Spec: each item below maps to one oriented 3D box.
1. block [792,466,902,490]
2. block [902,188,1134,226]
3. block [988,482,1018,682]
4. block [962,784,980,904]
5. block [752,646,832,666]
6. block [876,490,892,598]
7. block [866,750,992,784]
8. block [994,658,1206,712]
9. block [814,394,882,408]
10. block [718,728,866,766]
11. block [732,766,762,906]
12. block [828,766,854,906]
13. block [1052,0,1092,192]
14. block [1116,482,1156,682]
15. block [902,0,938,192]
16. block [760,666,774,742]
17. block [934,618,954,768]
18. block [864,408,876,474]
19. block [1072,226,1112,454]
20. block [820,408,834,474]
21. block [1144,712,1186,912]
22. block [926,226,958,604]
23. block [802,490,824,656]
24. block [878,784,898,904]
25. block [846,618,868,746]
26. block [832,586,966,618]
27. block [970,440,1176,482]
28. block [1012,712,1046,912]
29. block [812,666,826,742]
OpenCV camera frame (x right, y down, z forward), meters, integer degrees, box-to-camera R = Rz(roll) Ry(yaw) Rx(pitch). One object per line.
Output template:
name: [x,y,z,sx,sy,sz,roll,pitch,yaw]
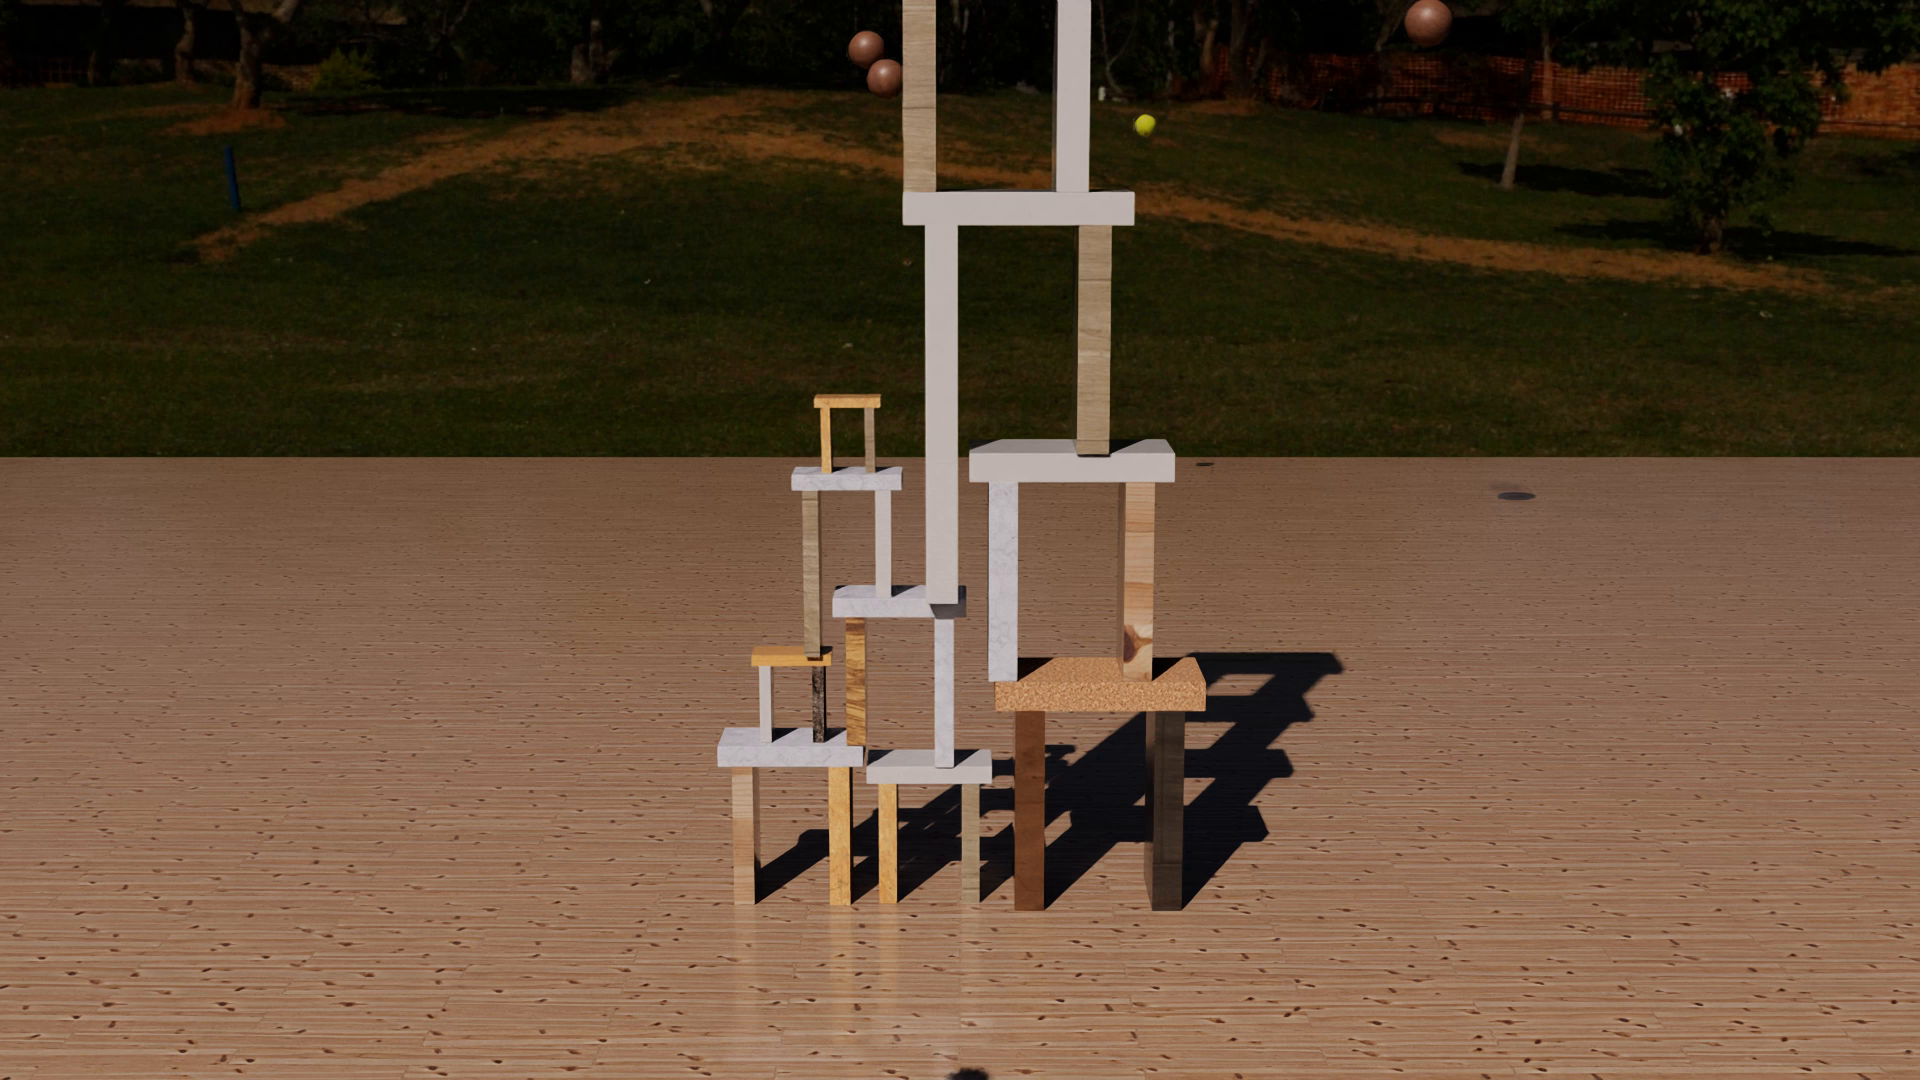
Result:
block: [-0.180,-0.099,3.542,0.175,0.025,0.087,0,11,0]
block: [0.090,-0.525,3.462,0.355,0.050,0.178,0,11,0]
block: [0.069,0.053,3.570,0.046,0.323,0.162,0,11,0]
block: [0.017,0.489,3.654,0.029,0.204,0.102,0,11,0]
block: [-0.274,0.190,3.595,0.129,0.018,0.064,0,11,0]
block: [-0.123,-0.001,3.561,0.025,0.175,0.087,0,11,0]
block: [-0.050,0.374,3.633,0.204,0.029,0.102,0,11,0]
block: [0.225,0.235,3.604,0.337,0.048,0.168,0,11,0]
block: [-0.179,-0.223,3.521,0.105,0.015,0.053,0,11,-1]
block: [-0.276,0.341,3.626,0.236,0.033,0.118,0,11,0]
block: [-0.354,0.474,3.650,0.033,0.236,0.118,0,11,0]
block: [-0.197,0.474,3.650,0.033,0.236,0.118,0,11,0]
block: [0.173,-0.722,3.423,0.050,0.351,0.175,0,11,0]
block: [0.284,0.053,3.570,0.046,0.323,0.162,0,11,0]
block: [-0.061,-0.722,3.423,0.050,0.351,0.176,0,11,0]
block: [-0.317,0.262,3.609,0.018,0.129,0.064,0,11,0]
block: [-0.026,0.237,3.606,0.030,0.250,0.107,0,11,0]
block: [-0.144,-0.164,3.533,0.015,0.105,0.053,-1,11,0]
block: [0.208,-0.325,3.499,0.050,0.356,0.178,0,11,0]
block: [-0.214,-0.164,3.532,0.015,0.105,0.053,-1,11,0]
block: [0.337,0.424,3.639,0.048,0.337,0.168,0,11,0]
block: [-0.029,-0.208,3.521,0.050,0.595,0.178,0,11,0]
block: [-0.239,0.047,3.569,0.025,0.272,0.087,0,11,0]
block: [-0.118,0.489,3.654,0.029,0.204,0.102,0,11,0]
block: [-0.169,0.220,3.602,0.030,0.214,0.107,0,11,0]
block: [-0.097,0.099,3.580,0.214,0.030,0.107,0,11,0]
block: [0.176,-0.128,3.536,0.323,0.046,0.162,0,11,0]
block: [0.113,0.424,3.639,0.048,0.337,0.168,0,11,0]
block: [-0.231,0.262,3.609,0.018,0.129,0.064,0,11,0]
